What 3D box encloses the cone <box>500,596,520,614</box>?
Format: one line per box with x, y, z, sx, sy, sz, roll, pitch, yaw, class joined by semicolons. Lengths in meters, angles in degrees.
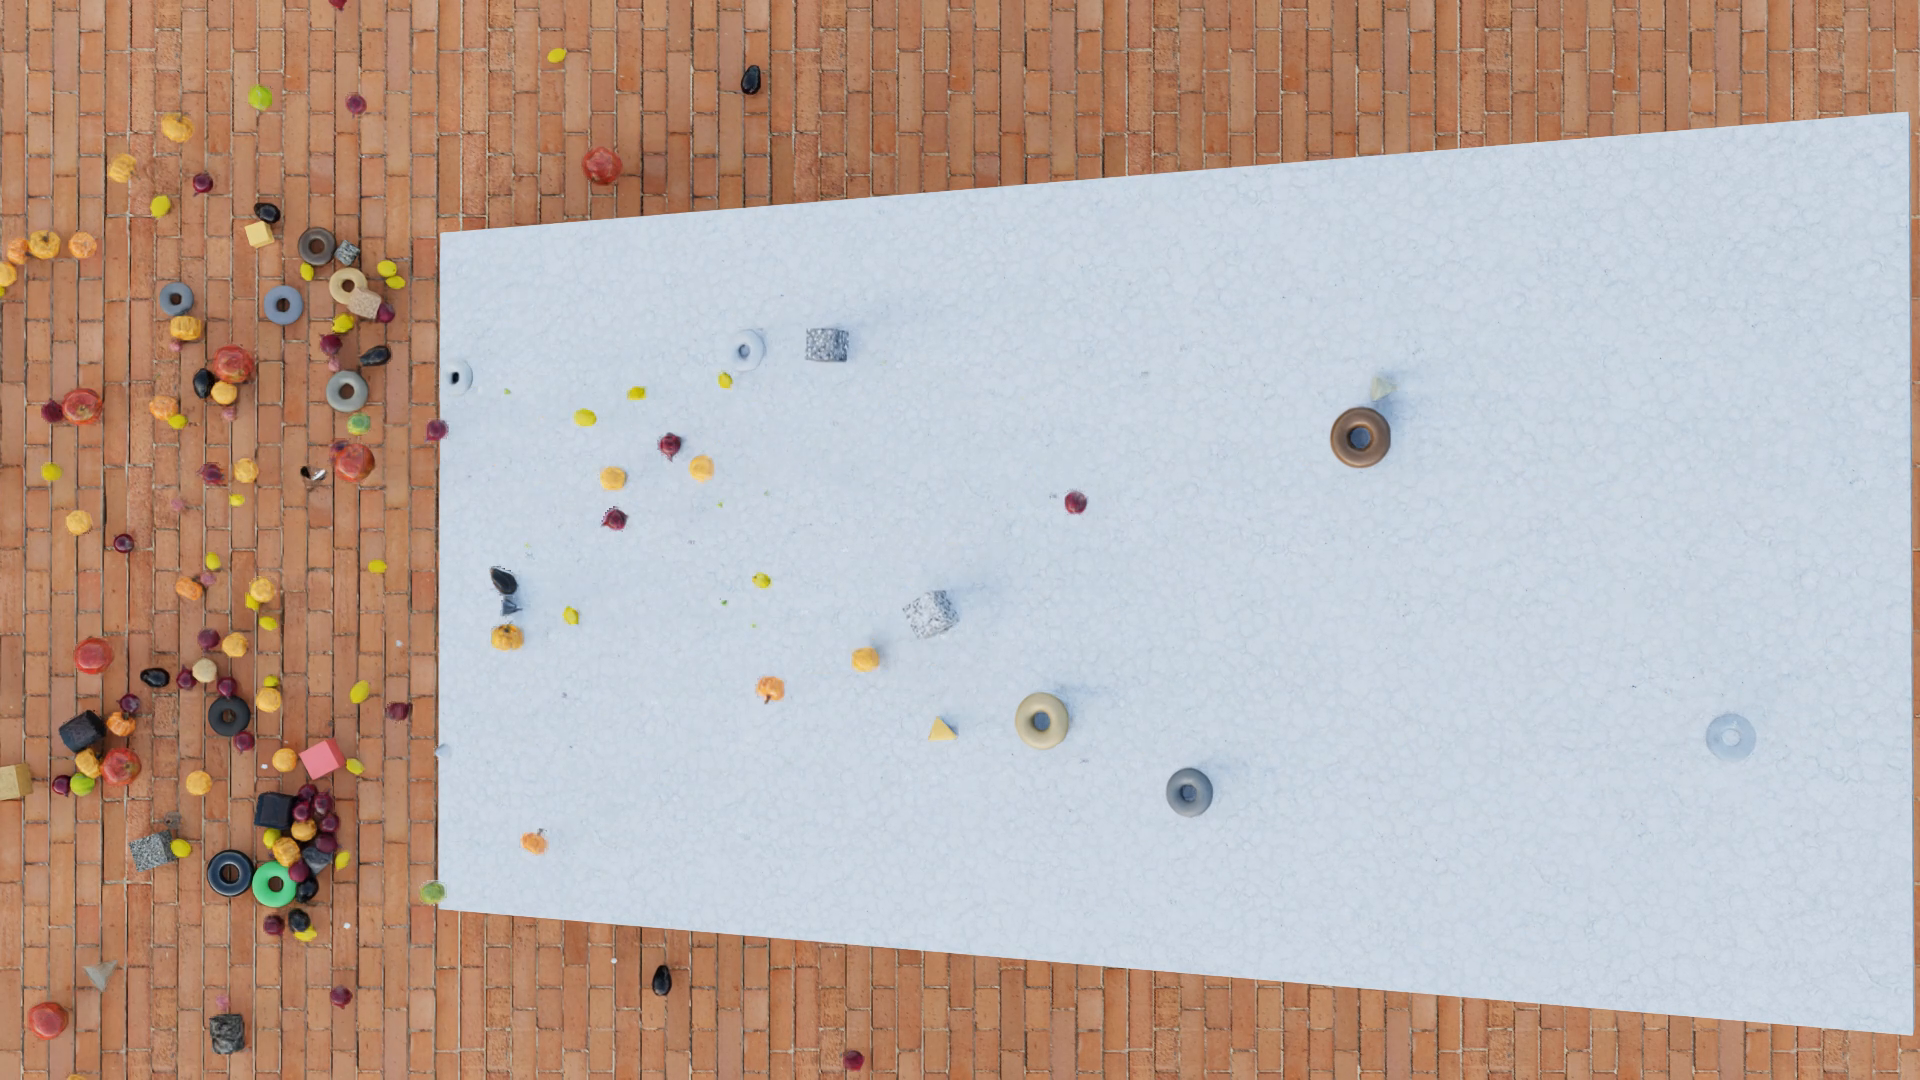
-1.292;0.197;6.372;0.054;0.054;0.054;16;89;17;cone

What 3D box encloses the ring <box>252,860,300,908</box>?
-2.041;1.026;6.563;0.140;0.047;0.140;0;89;-3;ring

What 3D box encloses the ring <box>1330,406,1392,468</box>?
0.960;-0.245;5.271;0.149;0.050;0.149;0;90;25;ring

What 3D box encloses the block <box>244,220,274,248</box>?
-2.095;-0.914;6.579;0.058;0.058;0.058;-18;89;0;block

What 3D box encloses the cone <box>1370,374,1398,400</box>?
1.020;-0.364;5.254;0.064;0.064;0.064;1;89;-1;cone

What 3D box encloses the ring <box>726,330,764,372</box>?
-0.590;-0.519;6.031;0.116;0.039;0.116;0;89;25;ring

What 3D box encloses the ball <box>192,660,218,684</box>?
-2.251;0.391;6.557;0.072;0.072;0.072;0;89;0;ball

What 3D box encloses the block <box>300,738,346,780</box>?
-1.896;0.652;6.546;0.088;0.088;0.088;-28;89;0;block

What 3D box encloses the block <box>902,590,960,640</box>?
-0.075;0.195;5.743;0.093;0.093;0.093;-32;76;22;block

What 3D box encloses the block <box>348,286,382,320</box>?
-1.774;-0.707;6.553;0.069;0.069;0.069;17;99;-32;block

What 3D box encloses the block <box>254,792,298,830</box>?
-2.035;0.805;6.543;0.091;0.091;0.091;10;89;0;block

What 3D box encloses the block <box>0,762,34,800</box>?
-2.832;0.721;6.542;0.095;0.095;0.095;-10;89;0;block

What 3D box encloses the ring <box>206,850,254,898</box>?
-2.177;0.995;6.563;0.143;0.048;0.143;0;91;1;ring

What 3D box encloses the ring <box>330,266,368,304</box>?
-1.832;-0.761;6.587;0.114;0.038;0.114;0;90;-4;ring

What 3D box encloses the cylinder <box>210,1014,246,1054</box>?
-2.174;1.467;6.531;0.092;0.092;0.092;-2;95;0;cylinder

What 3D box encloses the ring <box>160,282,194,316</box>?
-2.348;-0.721;6.589;0.104;0.035;0.104;0;89;-1;ring

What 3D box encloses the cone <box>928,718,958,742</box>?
-0.037;0.507;5.755;0.073;0.073;0.073;21;89;-2;cone

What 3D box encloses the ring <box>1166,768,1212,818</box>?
0.569;0.627;5.455;0.123;0.041;0.123;-1;88;27;ring

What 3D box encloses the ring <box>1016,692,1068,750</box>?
0.210;0.463;5.627;0.148;0.049;0.148;0;91;25;ring

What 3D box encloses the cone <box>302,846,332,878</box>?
-1.925;0.976;6.567;0.088;0.088;0.088;18;116;0;cone

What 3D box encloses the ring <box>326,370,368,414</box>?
-1.834;-0.444;6.581;0.130;0.043;0.130;0;88;1;ring

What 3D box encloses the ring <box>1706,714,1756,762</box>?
1.719;0.441;4.902;0.109;0.036;0.109;0;90;25;ring

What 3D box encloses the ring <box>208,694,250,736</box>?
-2.184;0.525;6.571;0.125;0.042;0.125;0;91;0;ring

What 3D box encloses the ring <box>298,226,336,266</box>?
-1.925;-0.879;6.588;0.119;0.040;0.119;0;90;1;ring

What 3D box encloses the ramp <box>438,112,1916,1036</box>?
0.281;0.081;5.679;4.000;0.100;2.000;0;89;26;ramp

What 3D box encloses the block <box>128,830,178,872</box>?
-2.398;0.924;6.541;0.093;0.093;0.093;-19;89;0;block

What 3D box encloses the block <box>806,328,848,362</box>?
-0.357;-0.522;5.894;0.082;0.082;0.082;2;90;26;block

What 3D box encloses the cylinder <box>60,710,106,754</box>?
-2.611;0.570;6.545;0.093;0.093;0.093;-32;89;0;cylinder

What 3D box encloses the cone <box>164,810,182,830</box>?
-2.358;0.839;6.560;0.057;0.057;0.057;0;89;0;cone

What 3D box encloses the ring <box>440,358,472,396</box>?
-1.480;-0.477;6.463;0.112;0.037;0.112;-1;88;27;ring

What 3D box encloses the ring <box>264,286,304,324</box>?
-2.026;-0.704;6.586;0.120;0.040;0.120;0;90;-1;ring

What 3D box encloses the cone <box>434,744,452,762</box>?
-1.530;0.626;6.465;0.054;0.054;0.054;0;89;26;cone

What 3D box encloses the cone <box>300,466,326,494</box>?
-1.944;-0.168;6.582;0.078;0.078;0.078;22;116;0;cone

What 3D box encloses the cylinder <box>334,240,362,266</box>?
-1.833;-0.859;6.578;0.059;0.059;0.059;36;89;0;cylinder
